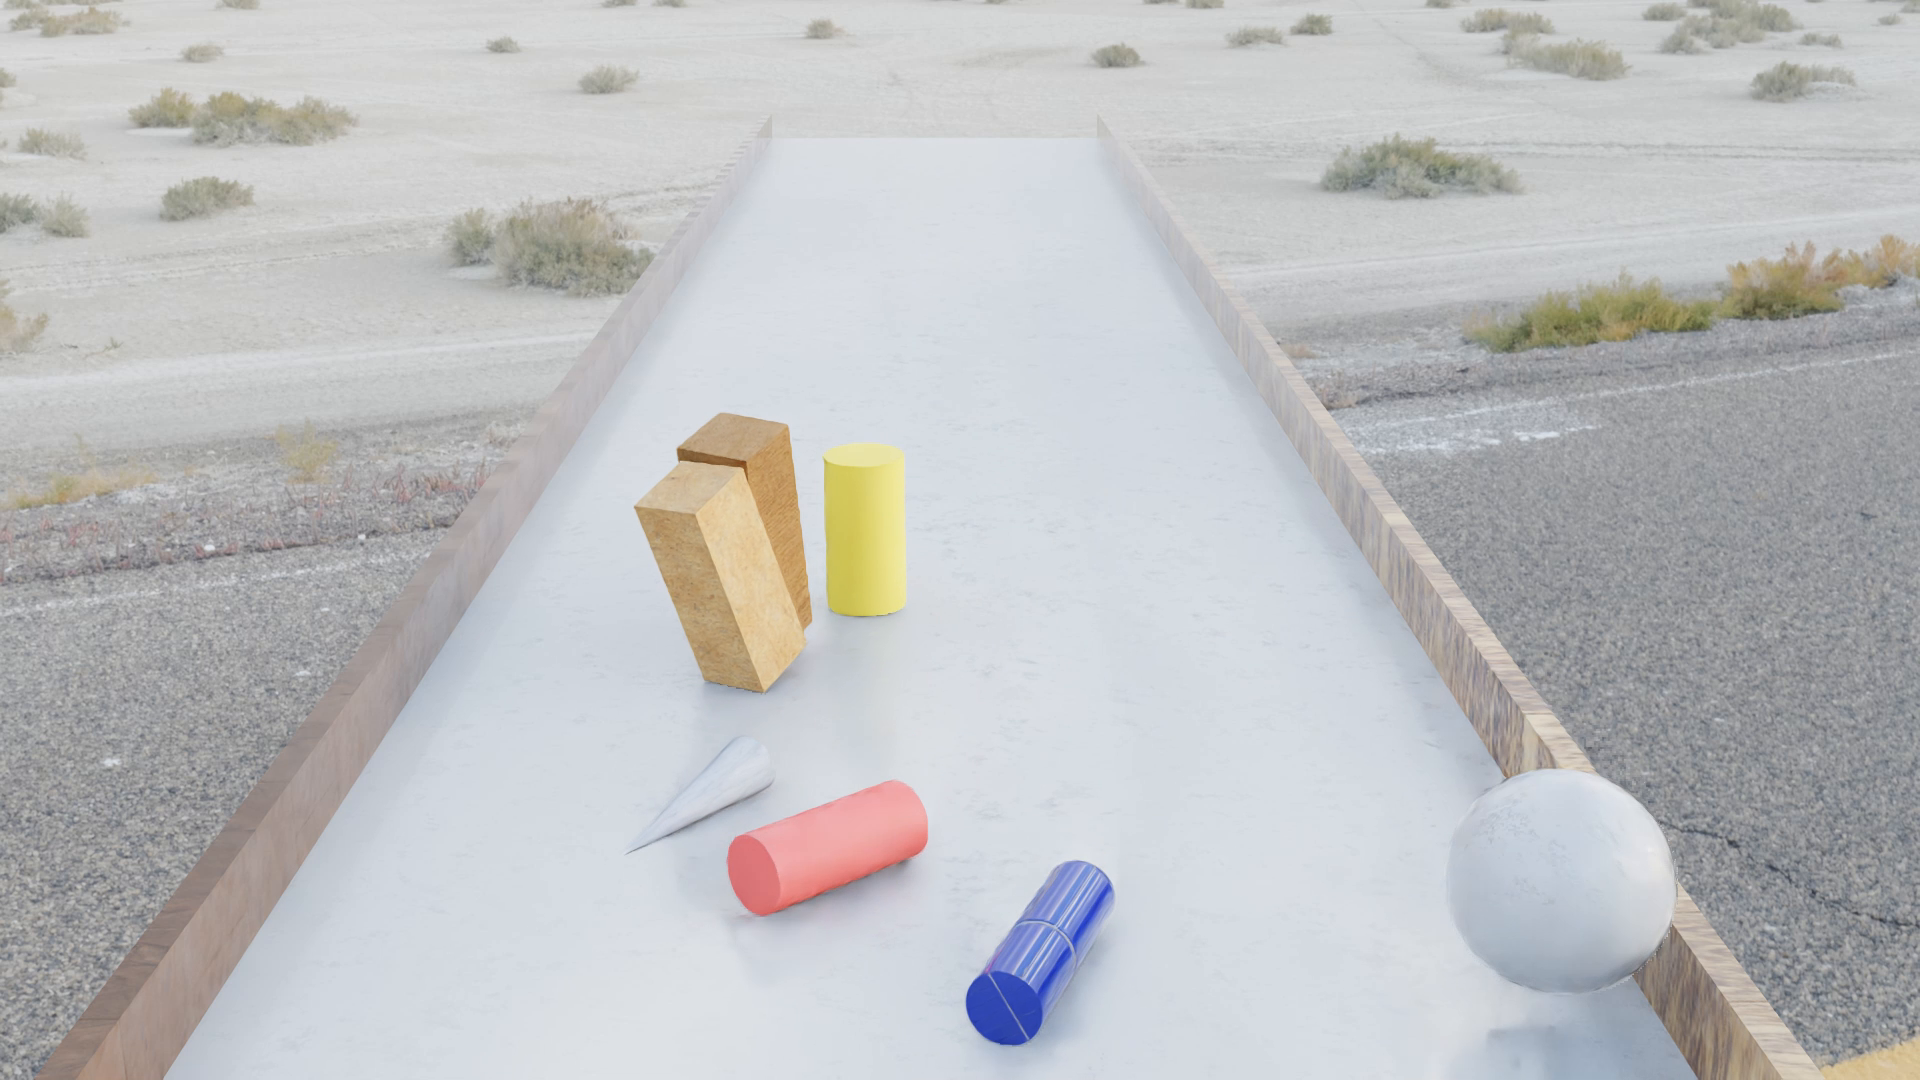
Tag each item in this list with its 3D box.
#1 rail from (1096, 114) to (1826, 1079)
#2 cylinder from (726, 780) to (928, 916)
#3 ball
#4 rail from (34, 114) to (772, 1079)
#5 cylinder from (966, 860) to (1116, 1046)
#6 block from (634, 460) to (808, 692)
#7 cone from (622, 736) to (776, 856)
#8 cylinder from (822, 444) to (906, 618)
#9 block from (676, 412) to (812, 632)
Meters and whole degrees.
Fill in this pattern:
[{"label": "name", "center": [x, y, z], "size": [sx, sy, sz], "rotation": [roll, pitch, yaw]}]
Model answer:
[{"label": "rail", "center": [0.932, -0.844, 7.801], "size": [0.050, 0.150, 12.000], "rotation": [0, 17, -1]}, {"label": "cylinder", "center": [-0.202, 0.474, 3.410], "size": [0.304, 0.127, 0.127], "rotation": [-15, 23, -42]}, {"label": "ball", "center": [0.814, 0.463, 2.989], "size": [0.305, 0.305, 0.305], "rotation": [0, 17, 0]}, {"label": "rail", "center": [-1.118, -0.838, 7.780], "size": [0.050, 0.150, 12.000], "rotation": [0, 17, -1]}, {"label": "cylinder", "center": [0.119, 0.575, 3.100], "size": [0.109, 0.109, 0.370], "rotation": [6, 17, 18]}, {"label": "block", "center": [-0.452, 0.070, 4.196], "size": [0.151, 0.419, 0.151], "rotation": [8, 40, 34]}, {"label": "cone", "center": [-0.452, 0.445, 3.642], "size": [0.103, 0.103, 0.339], "rotation": [11, 29, 33]}, {"label": "cylinder", "center": [-0.203, -0.022, 4.700], "size": [0.171, 0.335, 0.171], "rotation": [0, 20, 0]}, {"label": "block", "center": [-0.425, -0.005, 4.381], "size": [0.159, 0.459, 0.159], "rotation": [11, 34, 25]}]
